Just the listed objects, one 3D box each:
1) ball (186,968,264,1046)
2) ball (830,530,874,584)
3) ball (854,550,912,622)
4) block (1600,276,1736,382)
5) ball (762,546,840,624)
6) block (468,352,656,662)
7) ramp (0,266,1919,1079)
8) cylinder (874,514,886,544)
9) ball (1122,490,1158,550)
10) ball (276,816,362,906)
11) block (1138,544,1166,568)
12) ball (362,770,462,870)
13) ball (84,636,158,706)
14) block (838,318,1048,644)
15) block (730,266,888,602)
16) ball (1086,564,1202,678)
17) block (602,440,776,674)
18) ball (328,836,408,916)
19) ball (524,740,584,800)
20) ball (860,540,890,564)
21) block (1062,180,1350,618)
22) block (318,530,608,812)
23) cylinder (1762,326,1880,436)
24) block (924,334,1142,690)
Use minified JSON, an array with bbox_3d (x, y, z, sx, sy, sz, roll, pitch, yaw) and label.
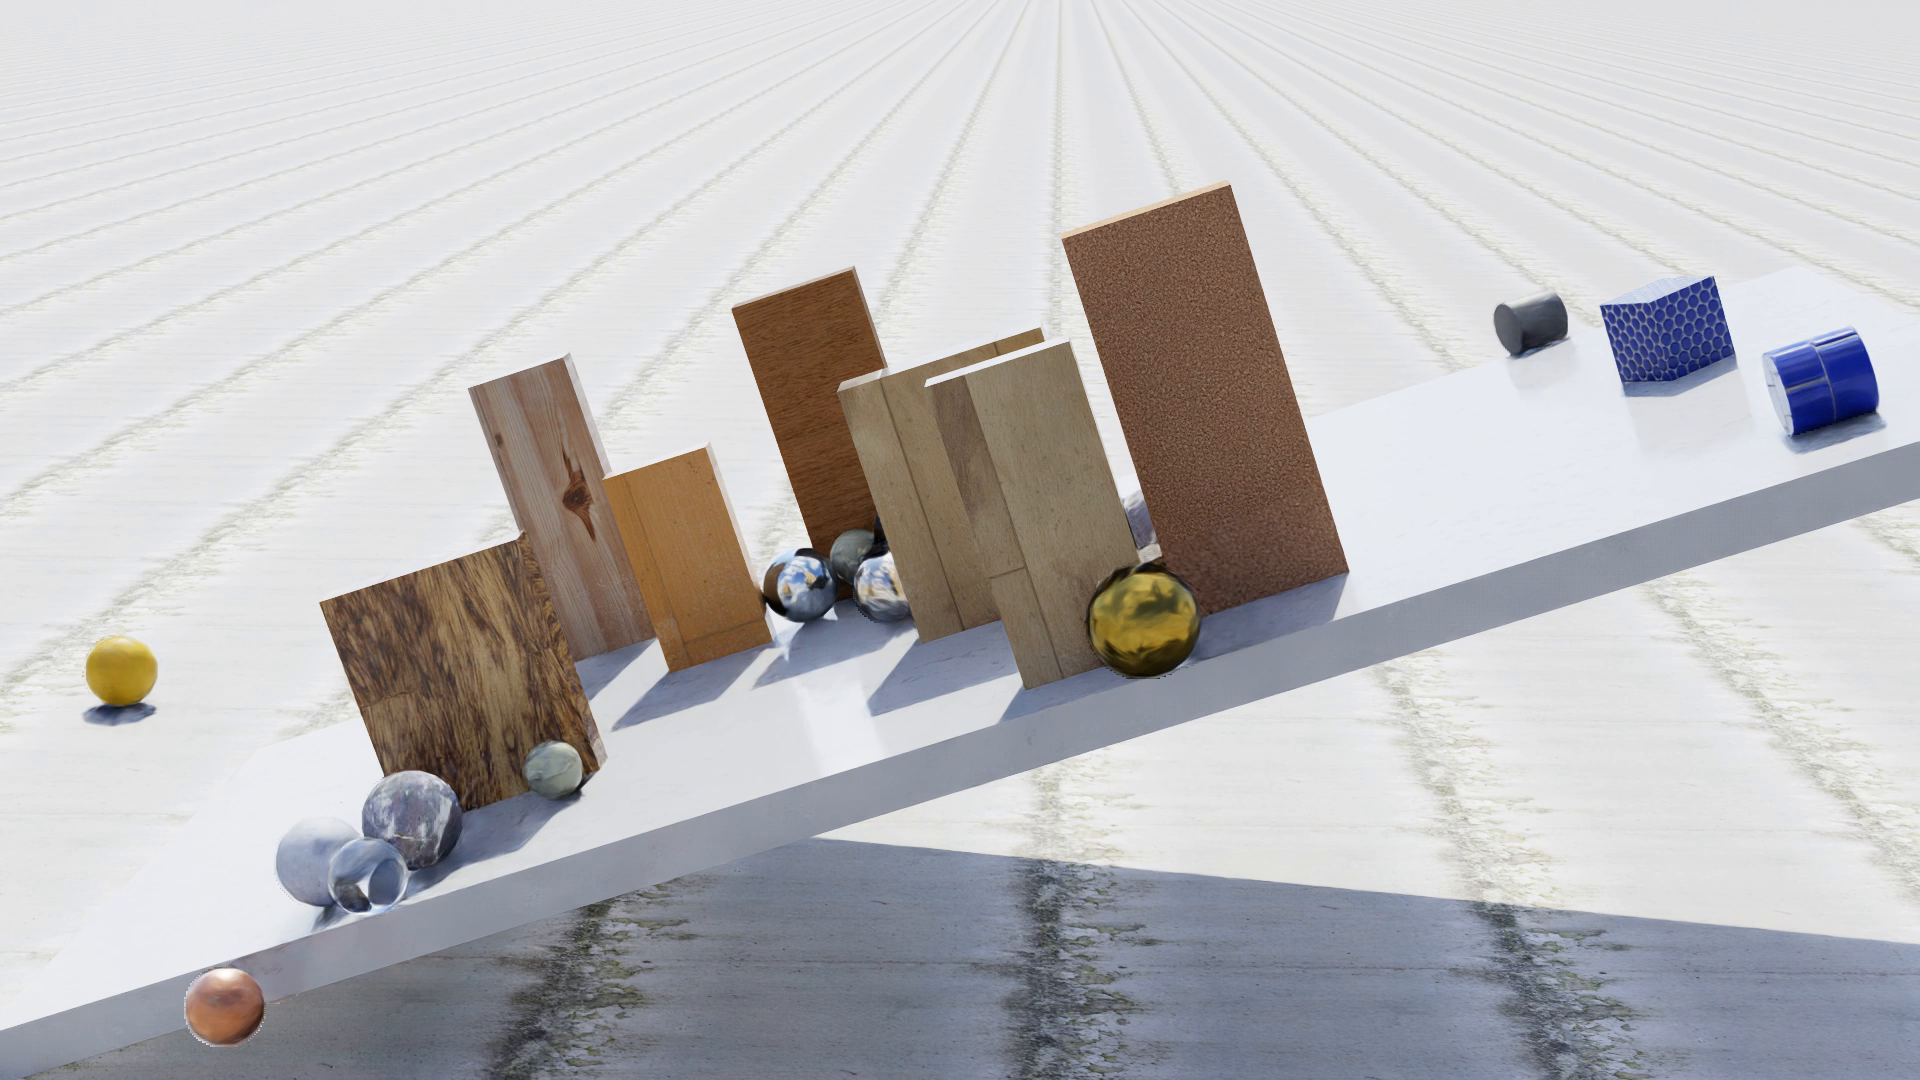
[{"bbox_3d":[-1.324,0.841,5.299,0.138,0.138,0.138,0,12,0],"label":"ball"},{"bbox_3d":[-0.237,0.039,6.800,0.129,0.129,0.129,0,12,0],"label":"ball"},{"bbox_3d":[-0.155,0.101,6.453,0.159,0.159,0.159,0,12,0],"label":"ball"},{"bbox_3d":[1.533,-0.457,6.379,0.178,0.178,0.178,-23,11,-22],"label":"block"},{"bbox_3d":[-0.366,0.104,6.752,0.176,0.176,0.176,0,12,0],"label":"ball"},{"bbox_3d":[-0.957,-0.077,7.191,0.246,0.720,0.102,-17,11,5],"label":"block"},{"bbox_3d":[0.102,0.182,6.309,4.000,0.100,2.000,-17,11,5],"label":"ramp"},{"bbox_3d":[-0.100,-0.021,6.751,0.147,0.147,0.147,7,14,23],"label":"cylinder"},{"bbox_3d":[0.394,-0.019,6.082,0.176,0.176,0.176,0,12,0],"label":"ball"},{"bbox_3d":[-1.217,0.612,5.608,0.173,0.173,0.173,0,12,0],"label":"ball"},{"bbox_3d":[0.391,0.076,5.784,0.109,0.109,0.109,-26,13,-35],"label":"block"},{"bbox_3d":[-1.053,0.539,5.654,0.191,0.191,0.191,0,12,0],"label":"ball"},{"bbox_3d":[-2.348,0.367,8.236,0.199,0.199,0.199,0,12,0],"label":"ball"},{"bbox_3d":[0.045,-0.123,6.155,0.441,0.560,0.135,-17,11,5],"label":"block"},{"bbox_3d":[-0.272,-0.244,6.853,0.294,0.729,0.088,-17,11,5],"label":"block"},{"bbox_3d":[0.330,0.145,5.275,0.205,0.205,0.205,0,12,0],"label":"ball"},{"bbox_3d":[-0.615,0.039,6.696,0.248,0.471,0.084,-17,11,5],"label":"block"},{"bbox_3d":[-1.092,0.621,5.423,0.147,0.147,0.147,0,12,0],"label":"ball"},{"bbox_3d":[-0.809,0.457,5.858,0.117,0.117,0.117,0,12,0],"label":"ball"},{"bbox_3d":[-0.152,0.075,6.607,0.150,0.150,0.150,0,12,0],"label":"ball"},{"bbox_3d":[0.465,-0.261,5.573,0.328,0.768,0.109,-17,11,5],"label":"block"},{"bbox_3d":[-1.012,0.287,6.014,0.427,0.504,0.100,-17,11,5],"label":"block"},{"bbox_3d":[1.602,-0.297,5.479,0.163,0.163,0.163,-18,11,5],"label":"cylinder"},{"bbox_3d":[0.162,-0.050,5.468,0.277,0.601,0.093,-17,11,5],"label":"block"}]
